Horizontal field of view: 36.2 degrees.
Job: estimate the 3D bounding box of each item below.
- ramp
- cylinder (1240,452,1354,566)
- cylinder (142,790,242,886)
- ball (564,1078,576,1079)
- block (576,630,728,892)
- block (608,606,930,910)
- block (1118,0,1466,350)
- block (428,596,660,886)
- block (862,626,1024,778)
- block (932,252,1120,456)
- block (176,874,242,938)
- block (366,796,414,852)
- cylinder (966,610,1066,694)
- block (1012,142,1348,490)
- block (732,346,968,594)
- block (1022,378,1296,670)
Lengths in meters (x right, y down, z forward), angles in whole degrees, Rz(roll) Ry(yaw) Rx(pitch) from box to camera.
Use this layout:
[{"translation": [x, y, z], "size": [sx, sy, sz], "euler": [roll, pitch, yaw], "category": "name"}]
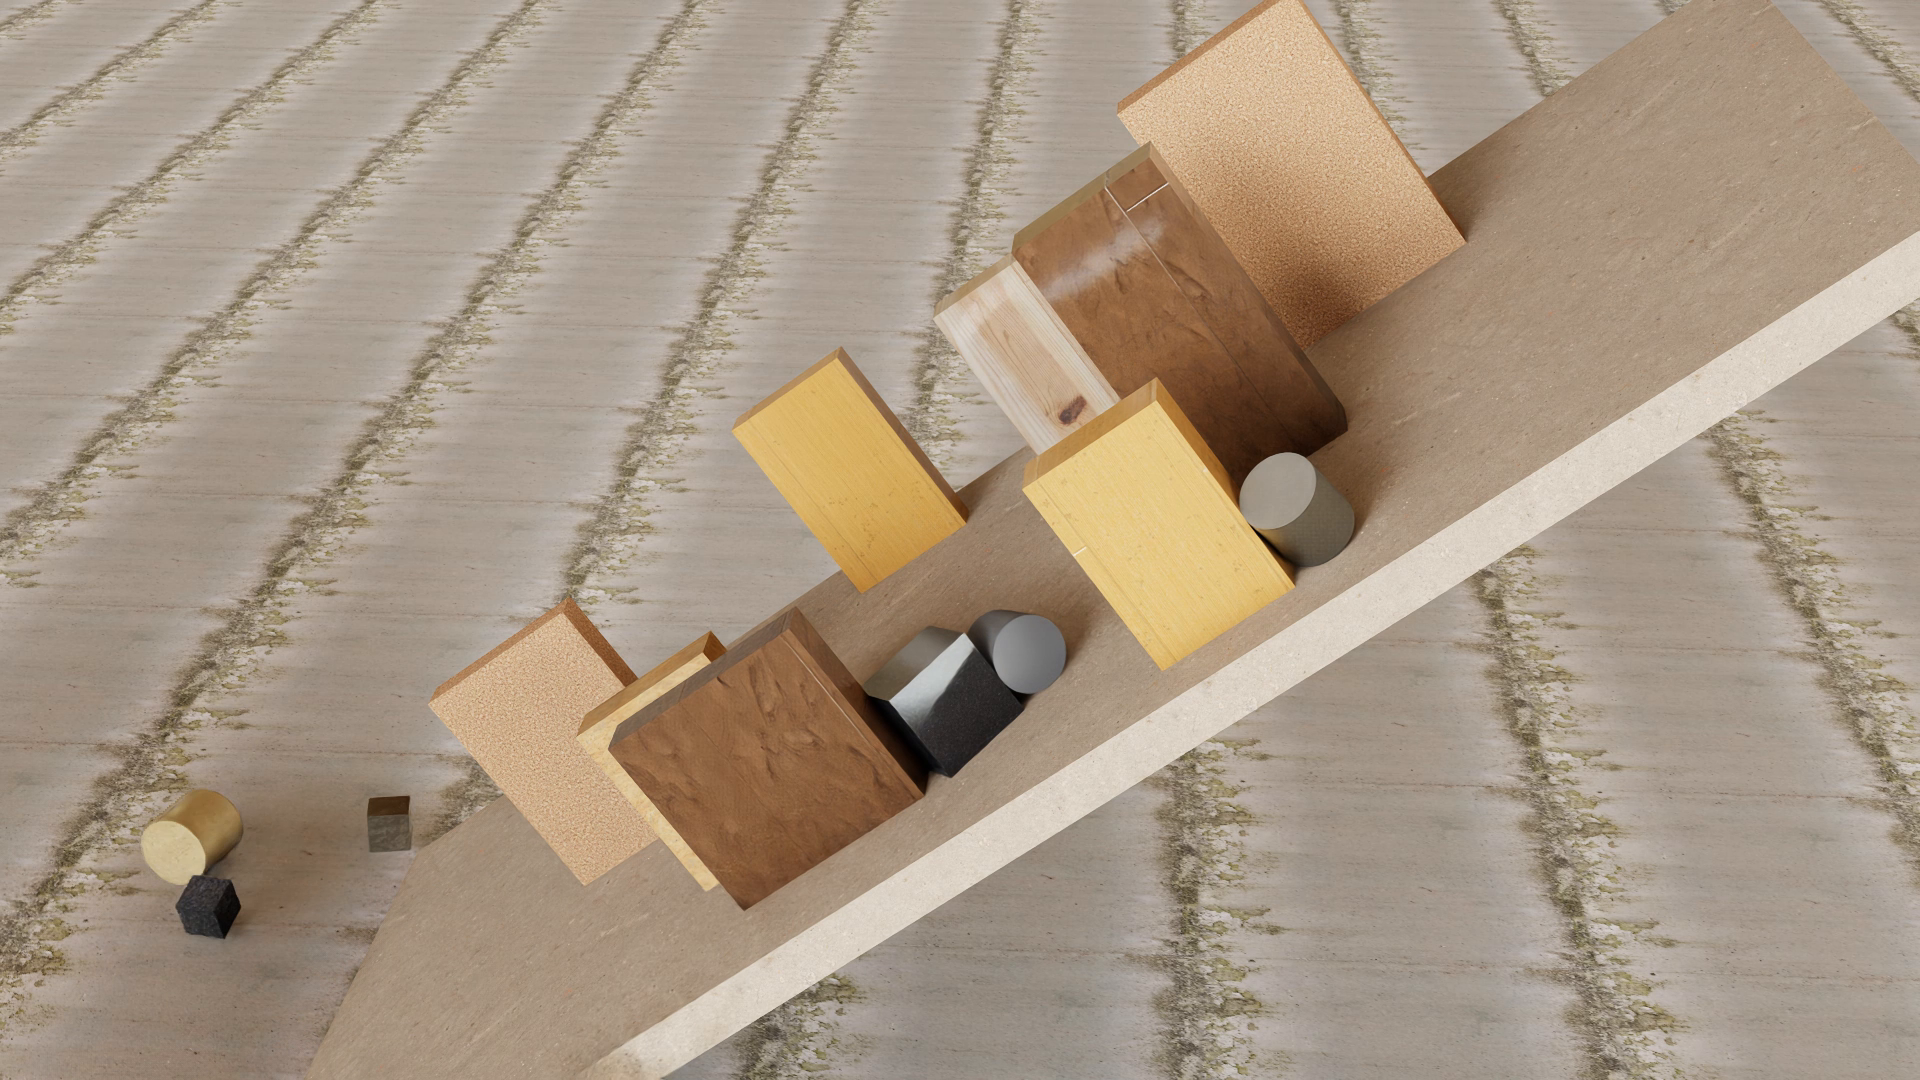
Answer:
[{"translation": [0.132, 0.177, 6.316], "size": [4.000, 0.100, 2.000], "euler": [-34, 16, 16], "category": "ramp"}, {"translation": [0.609, -0.054, 5.317], "size": [0.155, 0.155, 0.155], "euler": [22, -12, 43], "category": "cylinder"}, {"translation": [-2.040, 0.790, 7.824], "size": [0.189, 0.189, 0.189], "euler": [7, 23, 16], "category": "cylinder"}, {"translation": [-0.732, 1.111, 5.503], "size": [0.203, 0.203, 0.203], "euler": [0, 22, 0], "category": "ball"}, {"translation": [-0.511, 0.451, 5.979], "size": [0.329, 0.426, 0.109], "euler": [-34, 16, 16], "category": "block"}, {"translation": [-0.370, 0.429, 5.721], "size": [0.446, 0.430, 0.110], "euler": [-34, 16, 16], "category": "block"}, {"translation": [0.715, -0.792, 6.340], "size": [0.447, 0.665, 0.106], "euler": [-34, 16, 16], "category": "block"}, {"translation": [-0.846, 0.449, 6.505], "size": [0.386, 0.547, 0.087], "euler": [-34, 16, 16], "category": "block"}, {"translation": [-0.040, 0.314, 5.746], "size": [0.199, 0.199, 0.199], "euler": [-42, 16, -14], "category": "block"}, {"translation": [0.199, -0.401, 6.691], "size": [0.272, 0.498, 0.111], "euler": [-34, 16, 16], "category": "block"}, {"translation": [-1.923, 0.939, 7.527], "size": [0.107, 0.107, 0.107], "euler": [6, 43, 13], "category": "block"}, {"translation": [-1.546, 0.770, 7.978], "size": [0.110, 0.110, 0.110], "euler": [-3, 22, -6], "category": "block"}, {"translation": [0.108, 0.218, 5.775], "size": [0.154, 0.154, 0.154], "euler": [-9, 6, -20], "category": "cylinder"}, {"translation": [0.439, -0.413, 5.841], "size": [0.330, 0.682, 0.130], "euler": [-34, 16, 16], "category": "block"}, {"translation": [-0.259, -0.164, 7.018], "size": [0.316, 0.510, 0.090], "euler": [-34, 16, 16], "category": "block"}, {"translation": [0.364, -0.027, 5.366], "size": [0.295, 0.438, 0.129], "euler": [-34, 16, 16], "category": "block"}]
